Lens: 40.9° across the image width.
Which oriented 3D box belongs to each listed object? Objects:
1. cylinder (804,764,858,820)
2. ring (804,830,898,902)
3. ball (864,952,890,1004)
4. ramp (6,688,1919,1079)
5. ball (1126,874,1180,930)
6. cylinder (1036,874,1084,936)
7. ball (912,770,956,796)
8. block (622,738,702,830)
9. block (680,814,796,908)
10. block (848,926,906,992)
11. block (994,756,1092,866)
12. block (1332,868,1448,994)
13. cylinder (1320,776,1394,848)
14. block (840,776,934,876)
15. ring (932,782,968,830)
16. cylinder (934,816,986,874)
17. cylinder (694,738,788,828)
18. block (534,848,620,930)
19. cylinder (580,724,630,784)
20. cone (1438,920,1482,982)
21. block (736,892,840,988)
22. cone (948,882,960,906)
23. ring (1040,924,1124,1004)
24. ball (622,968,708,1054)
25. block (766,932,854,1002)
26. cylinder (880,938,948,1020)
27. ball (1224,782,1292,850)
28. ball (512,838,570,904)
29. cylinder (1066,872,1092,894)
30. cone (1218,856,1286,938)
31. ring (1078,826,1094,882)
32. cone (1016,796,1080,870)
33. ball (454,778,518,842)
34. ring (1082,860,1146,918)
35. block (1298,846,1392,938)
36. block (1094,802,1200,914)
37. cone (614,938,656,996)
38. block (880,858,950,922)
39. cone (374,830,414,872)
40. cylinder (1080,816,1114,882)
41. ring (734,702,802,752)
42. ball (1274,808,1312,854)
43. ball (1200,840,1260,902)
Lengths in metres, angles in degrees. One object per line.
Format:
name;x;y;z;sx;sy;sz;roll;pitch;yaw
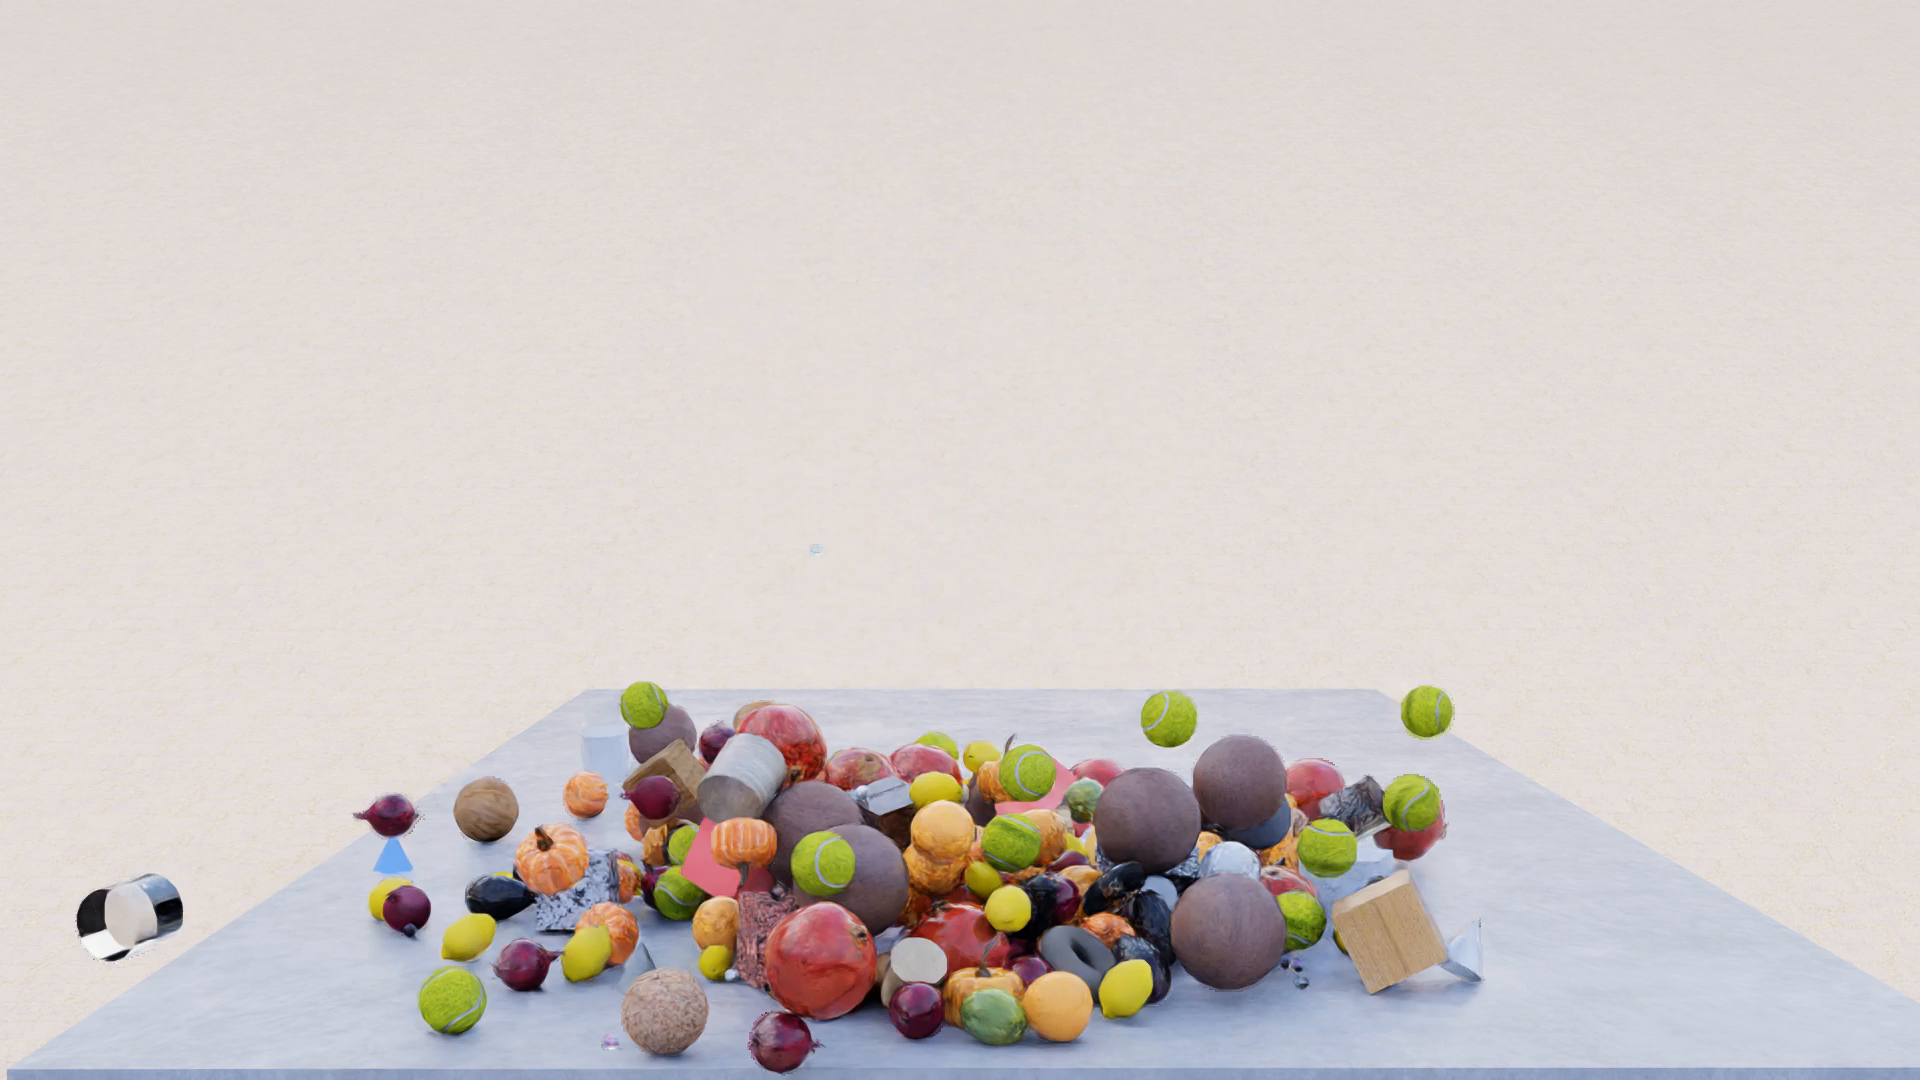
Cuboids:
cylinder;-0.213;0.416;4.254;0.087;0.087;0.087;-2;24;-3
ring;-0.136;0.409;3.256;0.130;0.043;0.130;-12;27;6
ball;-0.076;0.482;2.833;0.059;0.059;0.059;0;24;0
ramp;0.055;0.500;4.546;2.000;0.100;4.000;0;2;0
ball;0.231;0.434;3.086;0.065;0.065;0.065;0;24;0
cylinder;0.125;0.457;3.212;0.060;0.060;0.060;0;60;0
ball;-0.040;0.419;4.180;0.089;0.089;0.089;0;24;0
block;-0.411;0.342;3.619;0.080;0.080;0.080;-35;6;18
block;-0.284;0.408;3.290;0.088;0.088;0.088;28;9;30
block;-0.094;0.475;2.923;0.059;0.059;0.059;-5;3;10
block;0.120;0.393;3.725;0.100;0.100;0.100;-25;48;23
block;0.488;0.443;2.928;0.095;0.095;0.095;-27;-2;10
cylinder;0.575;0.394;3.729;0.078;0.078;0.078;-31;16;20
block;-0.090;0.354;3.199;0.081;0.081;0.081;-17;24;-35
ring;-0.027;0.381;3.645;0.032;0.097;0.097;44;41;16
cylinder;-0.003;0.404;3.399;0.059;0.059;0.059;-21;25;1
cylinder;-0.255;0.283;3.009;0.081;0.081;0.081;10;19;22
block;-0.488;0.445;3.289;0.093;0.093;0.093;-2;-1;-1
cylinder;-0.651;0.393;4.731;0.087;0.087;0.087;-1;12;0
cone;0.582;0.463;2.953;0.063;0.063;0.063;17;71;34
block;-0.196;0.456;2.946;0.096;0.096;0.096;2;-1;-18
cone;-0.027;0.462;3.463;0.054;0.054;0.054;0;2;0
ring;0.135;0.470;2.859;0.106;0.035;0.106;32;21;-13
ball;-0.298;0.477;2.608;0.087;0.087;0.087;0;24;0
block;-0.167;0.473;2.859;0.067;0.067;0.067;6;-2;-38
cylinder;-0.049;0.470;2.758;0.063;0.063;0.063;7;44;-7
ball;0.423;0.393;3.659;0.094;0.094;0.094;0;24;0
ball;-0.555;0.445;3.455;0.089;0.089;0.089;0;24;0
cylinder;0.148;0.463;3.383;0.053;0.053;0.053;3;-3;7
cone;0.387;0.433;3.226;0.094;0.094;0.094;21;21;-9
ring;0.213;0.424;3.474;0.116;0.039;0.116;0;39;0
cone;0.131;0.384;3.430;0.093;0.093;0.093;14;-5;1
ball;-0.737;0.420;4.007;0.100;0.100;0.100;0;24;0
ring;0.181;0.410;3.017;0.087;0.087;0.029;-20;59;-37
block;0.489;0.446;3.264;0.099;0.099;0.099;1;2;20
block;0.233;0.400;3.205;0.096;0.096;0.096;11;46;-16
cone;-0.360;0.480;2.910;0.059;0.059;0.059;0;2;0
block;-0.059;0.447;3.303;0.063;0.063;0.063;-22;-32;37
cone;-0.825;0.451;3.747;0.057;0.057;0.057;0;2;0
cylinder;0.218;0.417;3.378;0.087;0.087;0.087;23;18;-18
ring;-0.319;0.311;4.273;0.116;0.039;0.116;10;31;-6
ball;0.498;0.439;3.894;0.069;0.069;0.069;0;24;0
ball;0.323;0.396;3.077;0.072;0.072;0.072;0;24;0
